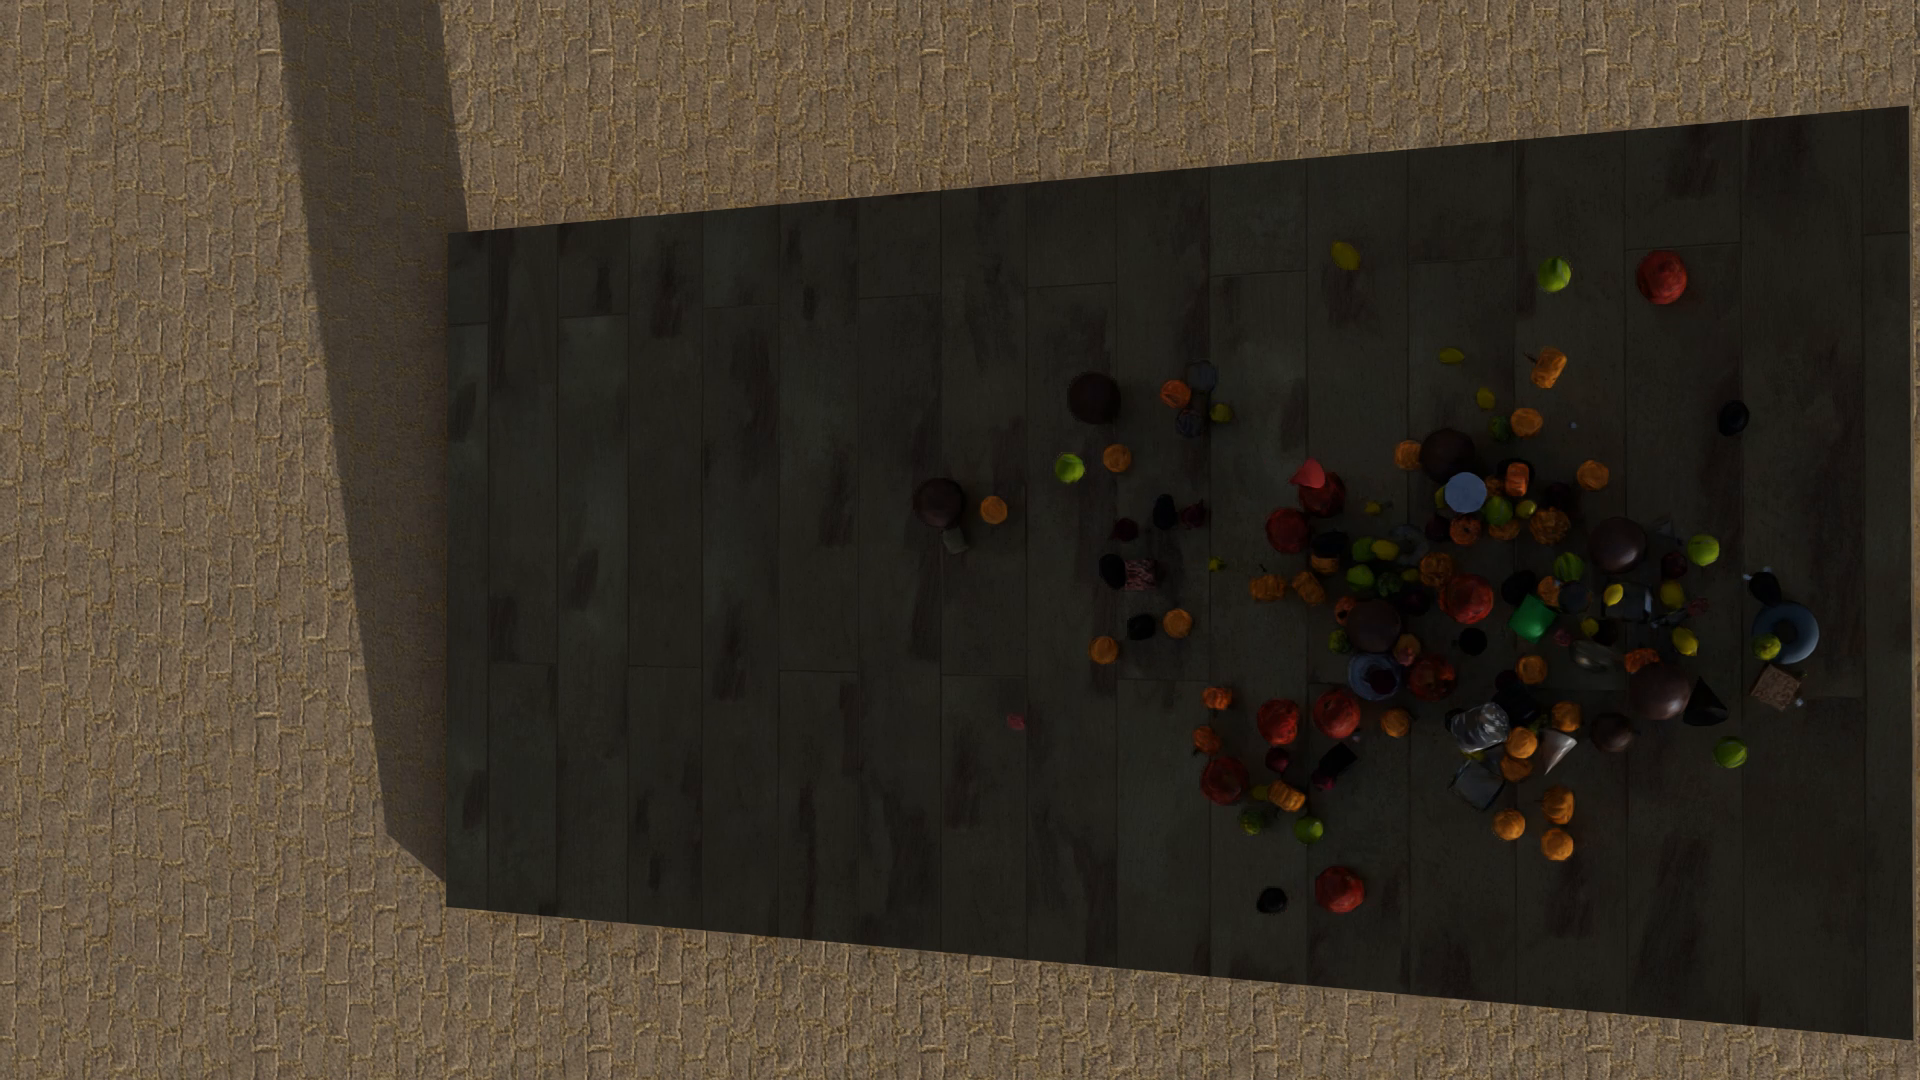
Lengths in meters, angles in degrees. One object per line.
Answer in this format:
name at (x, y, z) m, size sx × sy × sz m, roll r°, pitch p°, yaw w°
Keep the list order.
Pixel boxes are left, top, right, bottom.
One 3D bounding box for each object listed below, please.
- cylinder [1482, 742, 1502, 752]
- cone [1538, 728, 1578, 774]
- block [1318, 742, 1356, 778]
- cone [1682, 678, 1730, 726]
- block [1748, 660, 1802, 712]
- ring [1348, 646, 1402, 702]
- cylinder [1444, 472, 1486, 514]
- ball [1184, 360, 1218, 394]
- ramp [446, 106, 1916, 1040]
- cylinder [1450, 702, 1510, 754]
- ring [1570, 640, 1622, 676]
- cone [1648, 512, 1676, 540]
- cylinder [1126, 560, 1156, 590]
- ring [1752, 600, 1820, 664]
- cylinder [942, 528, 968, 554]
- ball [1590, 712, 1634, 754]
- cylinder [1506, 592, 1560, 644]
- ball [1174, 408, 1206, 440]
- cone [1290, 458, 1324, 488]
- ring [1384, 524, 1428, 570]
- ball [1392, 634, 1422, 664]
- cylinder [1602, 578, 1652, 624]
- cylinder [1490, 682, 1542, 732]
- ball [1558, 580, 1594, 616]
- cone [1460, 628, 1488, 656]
cylinder at (1.218, 0.451, 5.069) m, size 0.053 × 0.053 × 0.053 m, roll -27°, pitch 89°, yaw 0°
cone at (1.332, 0.485, 4.954) m, size 0.094 × 0.094 × 0.094 m, roll 21°, pitch 79°, yaw 0°
block at (0.900, 0.526, 5.239) m, size 0.054 × 0.054 × 0.054 m, roll -27°, pitch 66°, yaw -39°
cone at (1.647, 0.347, 4.875) m, size 0.100 × 0.100 × 0.100 m, roll 3°, pitch 60°, yaw 0°
block at (1.773, 0.317, 4.785) m, size 0.076 × 0.076 × 0.076 m, roll 30°, pitch 103°, yaw 13°
ring at (0.983, 0.318, 5.217) m, size 0.131 × 0.044 × 0.131 m, roll 0°, pitch 91°, yaw 27°
cylinder at (1.147, -0.106, 5.000) m, size 0.093 × 0.093 × 0.093 m, roll 0°, pitch 89°, yaw 11°
ball at (0.592, -0.402, 5.402) m, size 0.083 × 0.083 × 0.083 m, roll 0°, pitch 89°, yaw 0°
ramp at (0.278, 0.079, 5.662) m, size 4.000 × 0.100 × 2.000 m, roll 0°, pitch 89°, yaw 27°
cylinder at (1.172, 0.423, 4.952) m, size 0.093 × 0.093 × 0.093 m, roll 16°, pitch 60°, yaw -31°
ring at (1.429, 0.265, 4.948) m, size 0.123 × 0.123 × 0.041 m, roll 29°, pitch 76°, yaw 0°
cone at (1.584, -0.020, 4.921) m, size 0.058 × 0.058 × 0.058 m, roll -42°, pitch 99°, yaw 0°
cylinder at (0.450, 0.087, 5.473) m, size 0.077 × 0.077 × 0.077 m, roll 0°, pitch 88°, yaw 0°
ring at (1.800, 0.201, 4.797) m, size 0.139 × 0.046 × 0.139 m, roll 0°, pitch 90°, yaw 29°
cylinder at (-0.013, 0.002, 5.712) m, size 0.055 × 0.055 × 0.055 m, roll -20°, pitch 77°, yaw 0°
ball at (1.463, 0.432, 4.939) m, size 0.096 × 0.096 × 0.096 m, roll 0°, pitch 89°, yaw 0°
cylinder at (1.310, 0.178, 5.026) m, size 0.086 × 0.086 × 0.086 m, roll 33°, pitch 105°, yaw 0°
ball at (0.567, -0.286, 5.418) m, size 0.077 × 0.077 × 0.077 m, roll 0°, pitch 89°, yaw 0°
cone at (0.807, -0.147, 5.190) m, size 0.077 × 0.077 × 0.077 m, roll -23°, pitch 89°, yaw 41°
ring at (1.053, 0.016, 5.188) m, size 0.108 × 0.036 × 0.108 m, roll 0°, pitch 89°, yaw 29°
ball at (1.050, 0.256, 5.168) m, size 0.070 × 0.070 × 0.070 m, roll 0°, pitch 89°, yaw 0°
cylinder at (1.495, 0.137, 4.928) m, size 0.092 × 0.092 × 0.092 m, roll 9°, pitch 89°, yaw 27°
cylinder at (1.259, 0.377, 4.979) m, size 0.080 × 0.080 × 0.080 m, roll -35°, pitch 62°, yaw 0°
ball at (1.367, 0.129, 4.883) m, size 0.078 × 0.078 × 0.078 m, roll 0°, pitch 89°, yaw 0°
cone at (1.182, 0.236, 5.102) m, size 0.066 × 0.066 × 0.066 m, roll 0°, pitch 89°, yaw 27°
